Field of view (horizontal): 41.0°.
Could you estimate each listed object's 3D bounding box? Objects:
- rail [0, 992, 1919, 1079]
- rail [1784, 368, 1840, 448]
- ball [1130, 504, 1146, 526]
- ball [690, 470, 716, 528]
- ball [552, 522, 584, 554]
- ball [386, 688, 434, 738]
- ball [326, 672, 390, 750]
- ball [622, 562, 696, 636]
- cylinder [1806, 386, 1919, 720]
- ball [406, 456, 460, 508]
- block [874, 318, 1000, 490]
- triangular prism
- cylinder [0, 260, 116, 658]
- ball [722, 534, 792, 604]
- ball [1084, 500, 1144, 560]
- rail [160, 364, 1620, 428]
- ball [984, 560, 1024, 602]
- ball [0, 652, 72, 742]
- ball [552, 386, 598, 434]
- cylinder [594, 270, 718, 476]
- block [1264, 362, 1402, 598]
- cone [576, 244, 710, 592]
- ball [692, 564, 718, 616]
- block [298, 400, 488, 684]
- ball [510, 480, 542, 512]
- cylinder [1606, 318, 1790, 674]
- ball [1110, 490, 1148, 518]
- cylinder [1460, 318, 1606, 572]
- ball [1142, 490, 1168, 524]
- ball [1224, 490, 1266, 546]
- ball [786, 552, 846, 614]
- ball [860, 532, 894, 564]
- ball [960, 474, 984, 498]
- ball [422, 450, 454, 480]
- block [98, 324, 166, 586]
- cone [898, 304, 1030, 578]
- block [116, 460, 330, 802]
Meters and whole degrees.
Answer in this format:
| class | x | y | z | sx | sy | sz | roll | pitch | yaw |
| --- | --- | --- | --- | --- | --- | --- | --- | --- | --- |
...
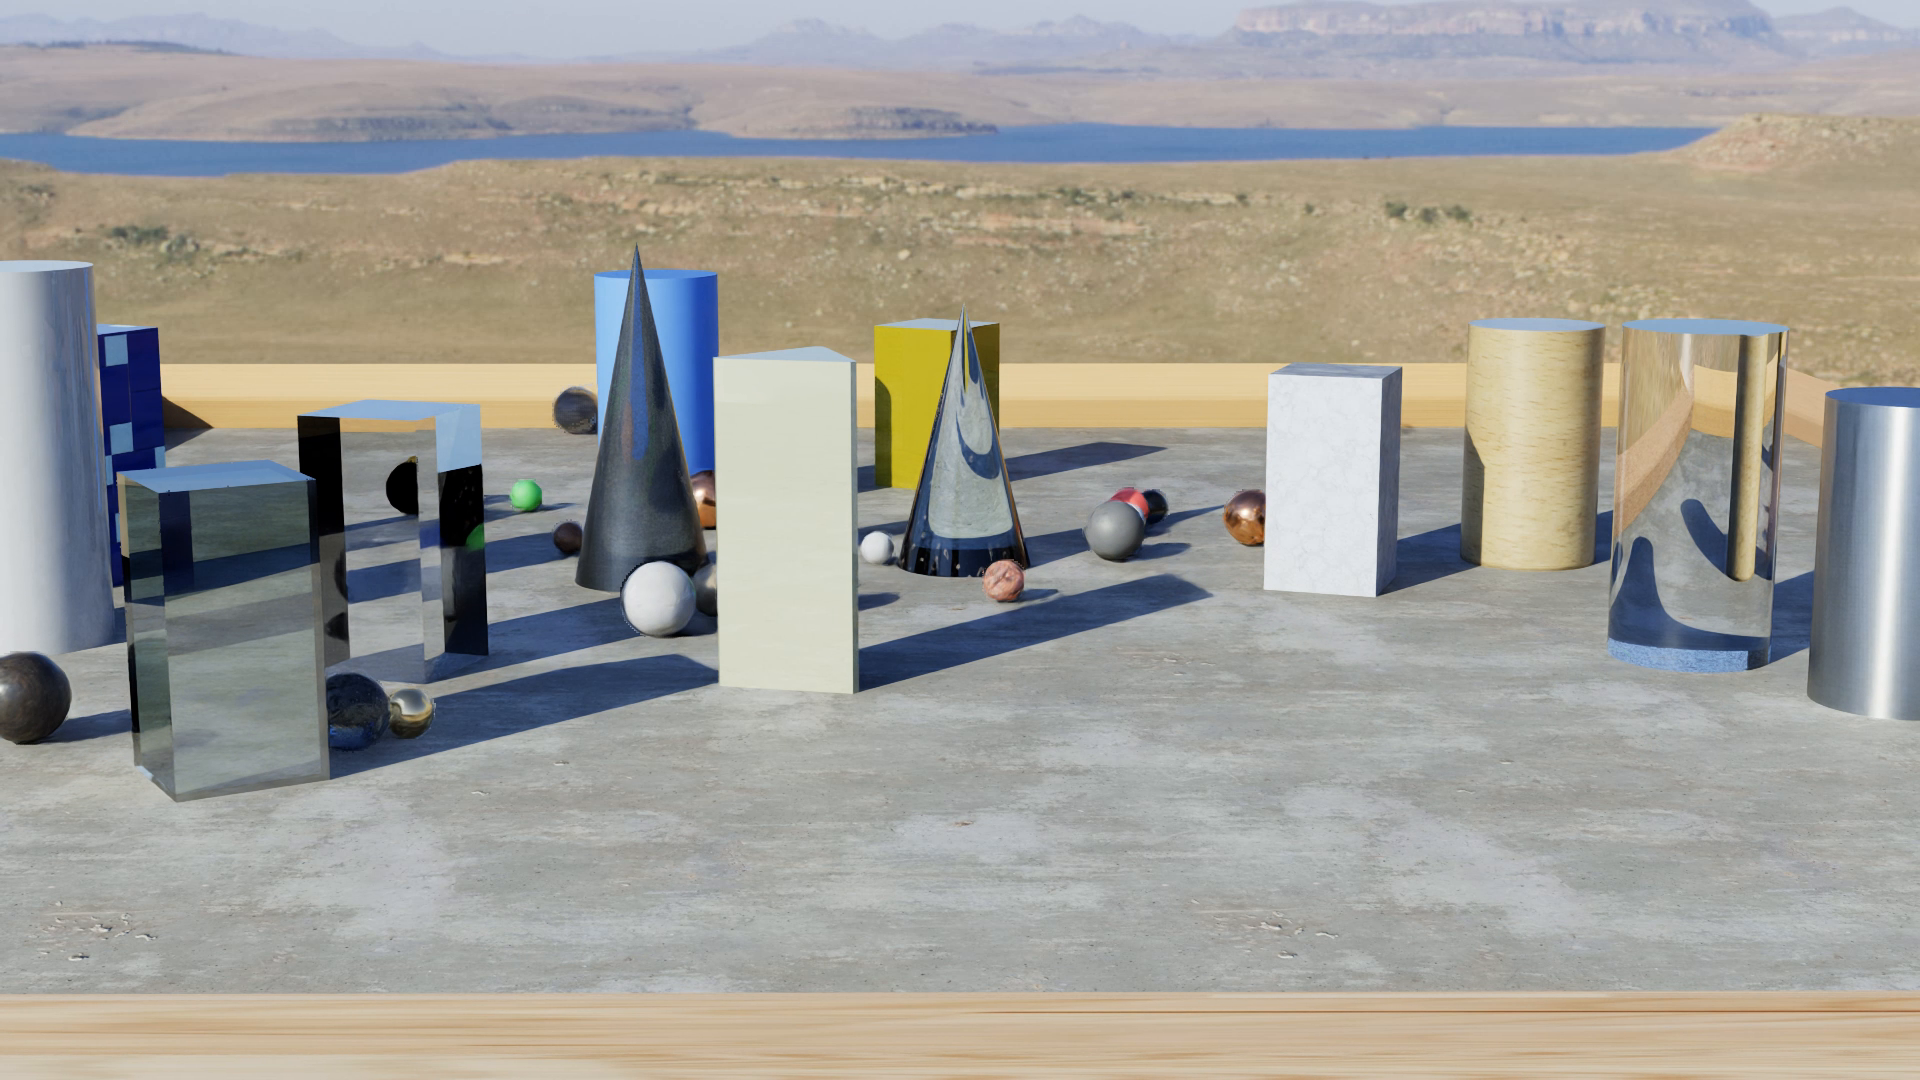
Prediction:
| class | x | y | z | sx | sy | sz | roll | pitch | yaw |
| --- | --- | --- | --- | --- | --- | --- | --- | --- | --- |
| rail | 0.010 | 0.356 | 1.707 | 3.334 | 0.128 | 0.045 | 0 | 10 | 0 |
| rail | 1.643 | 0.031 | 3.458 | 0.045 | 0.128 | 3.590 | 0 | 10 | 0 |
| ball | 0.262 | -0.030 | 4.000 | 0.054 | 0.054 | 0.054 | 0 | 10 | 0 |
| ball | -0.398 | -0.065 | 4.079 | 0.093 | 0.093 | 0.093 | 0 | 10 | 0 |
| ball | -0.590 | -0.004 | 3.874 | 0.048 | 0.048 | 0.048 | 0 | 10 | 0 |
| ball | -0.604 | 0.189 | 2.811 | 0.056 | 0.056 | 0.056 | 0 | 10 | 0 |
| ball | -0.656 | 0.184 | 2.758 | 0.084 | 0.084 | 0.084 | 0 | 10 | 0 |
| ball | -0.388 | 0.076 | 3.309 | 0.097 | 0.097 | 0.097 | 0 | 10 | 0 |
| cylinder | 1.088 | 0.012 | 2.950 | 0.197 | 0.354 | 0.197 | 0 | 10 | 0 |
| ball | -0.877 | -0.096 | 4.262 | 0.087 | 0.087 | 0.087 | 0 | 10 | 0 |
| block | -0.040 | -0.238 | 4.501 | 0.158 | 0.281 | 0.158 | 7 | 12 | 32 |
| triangular prism | -0.187 | -0.029 | 3.068 | 0.171 | 0.391 | 0.148 | 2 | 11 | 13 |
| cylinder | -1.186 | -0.107 | 3.247 | 0.197 | 0.478 | 0.197 | 0 | 10 | 0 |
| ball | -0.279 | 0.039 | 3.512 | 0.096 | 0.096 | 0.096 | 0 | 10 | 0 |
| ball | 0.230 | -0.014 | 3.816 | 0.089 | 0.089 | 0.089 | 0 | 10 | 0 |
| rail | -0.010 | -0.290 | 5.190 | 3.334 | 0.128 | 0.045 | 0 | 10 | 0 |
| ball | 0.060 | 0.056 | 3.525 | 0.057 | 0.057 | 0.057 | 0 | 10 | 0 |
| ball | -1.019 | 0.171 | 2.792 | 0.099 | 0.099 | 0.099 | 0 | 10 | 0 |
| ball | -0.765 | -0.259 | 5.122 | 0.095 | 0.095 | 0.095 | 0 | 10 | 0 |
| cylinder | -0.490 | -0.235 | 4.169 | 0.197 | 0.394 | 0.197 | 0 | 10 | 0 |
| block | 0.529 | -0.089 | 3.629 | 0.158 | 0.304 | 0.158 | 4 | 11 | 19 |
| cone | -0.453 | -0.182 | 3.639 | 0.197 | 0.483 | 0.197 | 0 | 10 | 0 |
| ball | -0.328 | 0.067 | 3.429 | 0.070 | 0.070 | 0.070 | 0 | 10 | 0 |
| block | -0.688 | -0.002 | 3.124 | 0.158 | 0.317 | 0.158 | 3 | 11 | 17 |
| ball | -0.716 | -0.073 | 4.237 | 0.052 | 0.052 | 0.052 | 0 | 10 | 0 |
| cylinder | 0.910 | -0.059 | 3.172 | 0.197 | 0.411 | 0.197 | 0 | 10 | 0 |
| ball | 0.266 | -0.047 | 4.059 | 0.066 | 0.066 | 0.066 | 0 | 10 | 0 |
| cylinder | 0.847 | -0.145 | 3.802 | 0.197 | 0.351 | 0.197 | 0 | 10 | 0 |
| ball | 0.307 | -0.053 | 4.123 | 0.054 | 0.054 | 0.054 | 0 | 10 | 0 |
| ball | 0.448 | -0.034 | 3.938 | 0.085 | 0.085 | 0.085 | 0 | 10 | 0 |
| ball | -0.194 | 0.058 | 3.449 | 0.081 | 0.081 | 0.081 | 0 | 10 | 0 |
| ball | -0.123 | 0.012 | 3.786 | 0.049 | 0.049 | 0.049 | 0 | 10 | 0 |
| ball | 0.019 | -0.092 | 4.368 | 0.042 | 0.042 | 0.042 | 0 | 10 | 0 |
| ball | -0.925 | -0.133 | 4.549 | 0.056 | 0.056 | 0.056 | 0 | 10 | 0 |
| block | -1.252 | -0.122 | 3.663 | 0.158 | 0.357 | 0.158 | 5 | 12 | 27 |
| cone | 0.006 | -0.156 | 3.754 | 0.197 | 0.390 | 0.197 | 0 | 10 | 0 |
| block | -0.759 | 0.089 | 2.644 | 0.158 | 0.314 | 0.158 | -7 | 12 | -32 |
